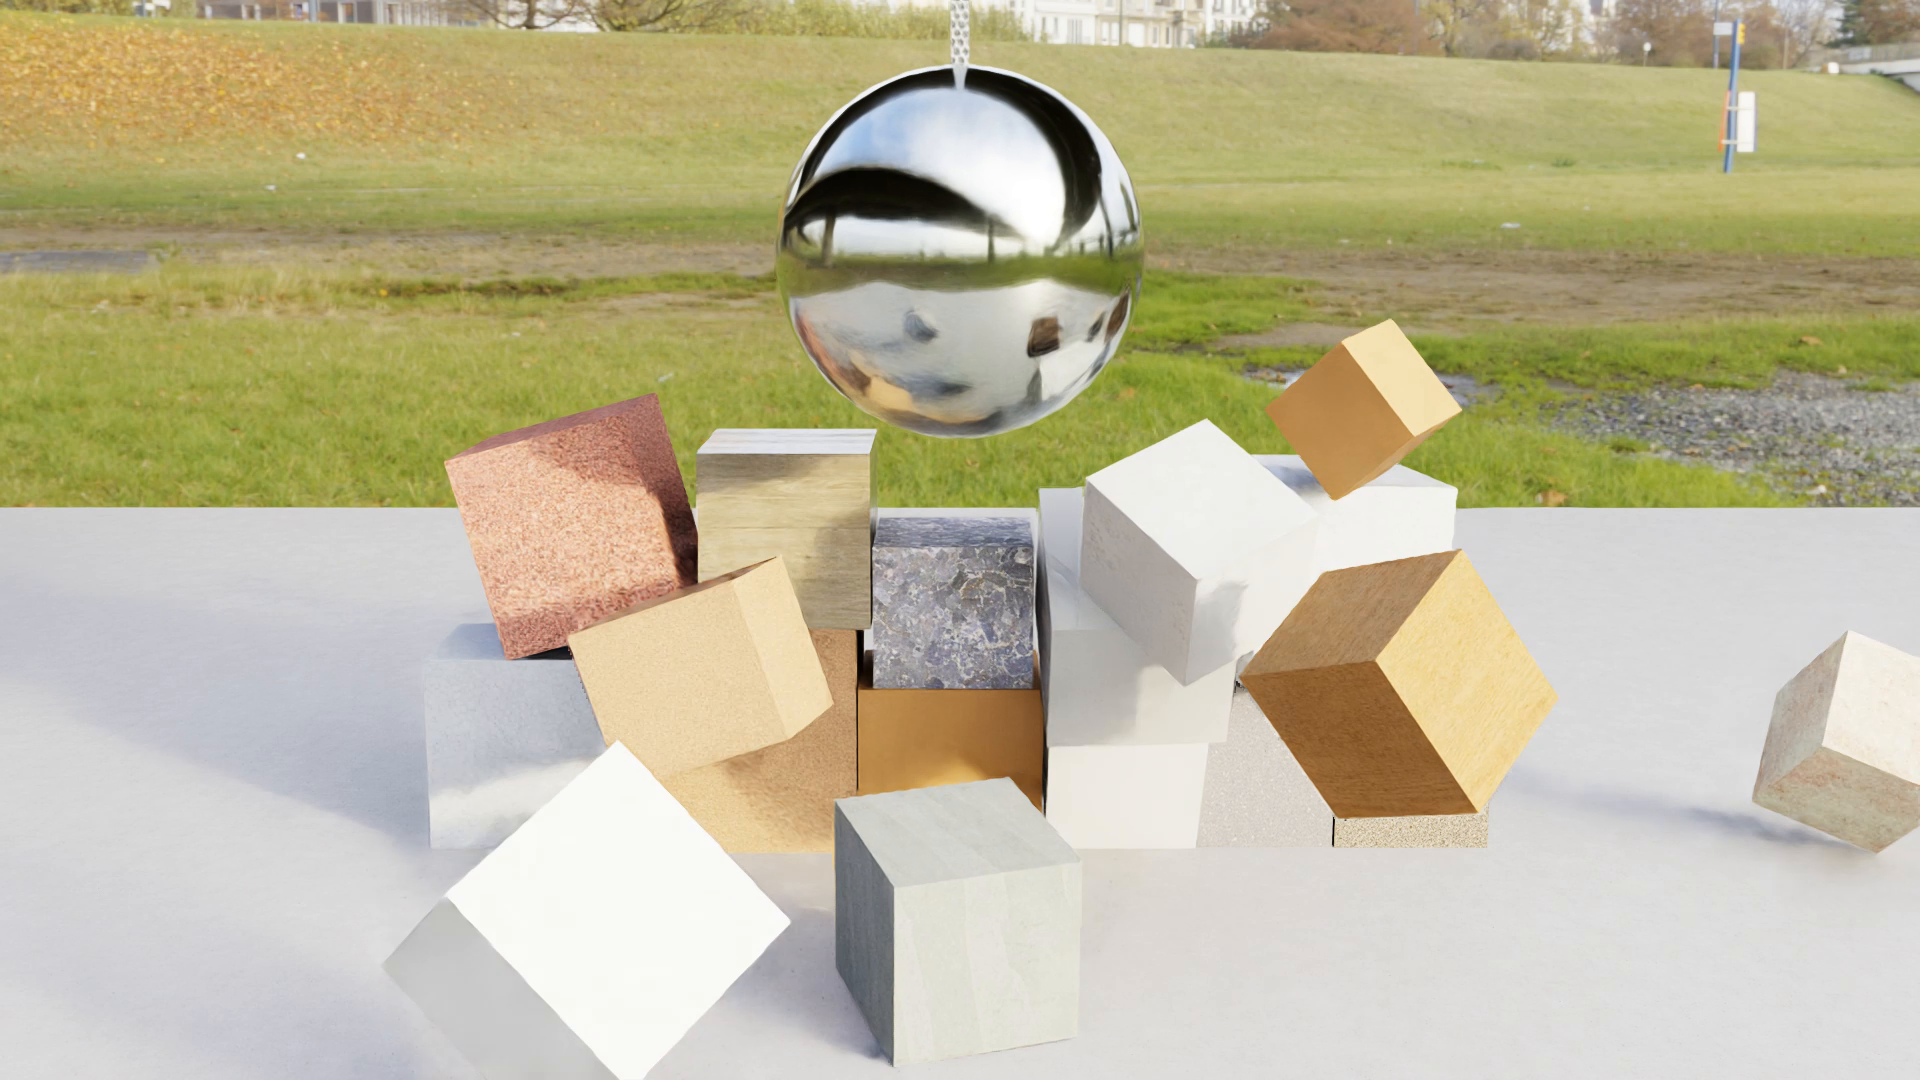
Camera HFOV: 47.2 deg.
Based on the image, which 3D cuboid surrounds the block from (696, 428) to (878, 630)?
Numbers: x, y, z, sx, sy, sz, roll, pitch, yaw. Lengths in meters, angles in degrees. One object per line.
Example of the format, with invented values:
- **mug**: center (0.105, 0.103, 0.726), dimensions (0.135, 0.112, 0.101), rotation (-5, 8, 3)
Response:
- **block**: center (-0.857, -0.072, 11.166), dimensions (0.841, 0.872, 0.921), rotation (0, 10, 0)

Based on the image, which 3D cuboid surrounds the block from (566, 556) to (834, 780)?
- **block**: center (-1.164, 0.594, 9.993), dimensions (0.824, 0.736, 0.693), rotation (-18, 4, 16)

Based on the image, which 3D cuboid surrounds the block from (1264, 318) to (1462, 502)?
- **block**: center (1.913, -0.619, 10.444), dimensions (0.506, 0.554, 0.554), rotation (-25, -14, -48)

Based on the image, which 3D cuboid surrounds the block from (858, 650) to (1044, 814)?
- **block**: center (-0.046, 1.070, 11.367), dimensions (0.916, 0.828, 0.879), rotation (0, 10, 0)

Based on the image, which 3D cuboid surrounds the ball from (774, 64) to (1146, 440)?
- **ball**: center (0.000, -1.236, 9.490), dimensions (1.600, 1.600, 1.600), rotation (0, 10, 0)

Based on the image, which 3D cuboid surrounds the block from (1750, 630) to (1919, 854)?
- **block**: center (4.431, 0.999, 10.793), dimensions (0.663, 0.658, 0.773), rotation (23, -27, 4)

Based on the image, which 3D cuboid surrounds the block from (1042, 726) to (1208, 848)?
- **block**: center (0.804, 0.942, 11.019), dimensions (0.757, 0.899, 0.817), rotation (0, 45, 0)

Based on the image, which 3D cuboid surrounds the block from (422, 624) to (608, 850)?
- **block**: center (-2.141, 0.997, 11.360), dimensions (1.021, 0.974, 0.845), rotation (0, 10, 0)

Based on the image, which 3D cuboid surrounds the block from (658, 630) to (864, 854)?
- **block**: center (-1.067, 0.914, 11.357), dimensions (1.107, 1.138, 0.993), rotation (0, 10, 0)

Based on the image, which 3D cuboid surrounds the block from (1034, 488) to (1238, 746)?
- **block**: center (0.815, 0.353, 10.405), dimensions (0.847, 0.802, 0.920), rotation (-1, 45, -2)

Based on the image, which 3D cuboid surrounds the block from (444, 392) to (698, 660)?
- **block**: center (-1.906, -0.086, 11.129), dimensions (0.914, 1.027, 0.853), rotation (-14, 10, 6)

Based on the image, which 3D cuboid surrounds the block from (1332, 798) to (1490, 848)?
- **block**: center (2.266, 1.086, 11.373), dimensions (0.770, 0.794, 0.786), rotation (0, 10, 0)

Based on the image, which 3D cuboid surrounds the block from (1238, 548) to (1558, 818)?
- **block**: center (1.726, 0.580, 8.668), dimensions (0.664, 0.756, 0.755), rotation (-46, 19, -31)

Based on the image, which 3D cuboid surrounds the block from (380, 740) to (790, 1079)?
- **block**: center (-1.257, 1.354, 7.369), dimensions (0.823, 0.837, 0.753), rotation (-43, 0, -40)

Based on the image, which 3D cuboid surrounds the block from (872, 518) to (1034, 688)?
- **block**: center (-0.031, 0.308, 11.254), dimensions (0.789, 0.711, 0.878), rotation (0, 10, 0)

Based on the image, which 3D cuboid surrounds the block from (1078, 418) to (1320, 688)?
- **block**: center (1.037, 0.050, 9.669), dimensions (0.682, 0.664, 0.757), rotation (-26, 50, -25)

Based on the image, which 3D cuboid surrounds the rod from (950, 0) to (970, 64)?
- **rod**: center (0.000, -4.629, 9.704), dimensions (0.080, 5.200, 0.080), rotation (0, -4, 0)

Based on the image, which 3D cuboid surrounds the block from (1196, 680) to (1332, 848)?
- **block**: center (1.529, 1.065, 11.390), dimensions (0.682, 0.830, 0.816), rotation (0, 10, 0)

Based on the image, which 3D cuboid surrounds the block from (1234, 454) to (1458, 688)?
- **block**: center (1.832, 0.153, 11.195), dimensions (0.968, 1.031, 0.989), rotation (1, 11, -11)

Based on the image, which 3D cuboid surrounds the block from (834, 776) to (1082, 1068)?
- **block**: center (-0.024, 1.507, 8.808), dimensions (0.756, 0.763, 0.829), rotation (-5, 19, -18)
